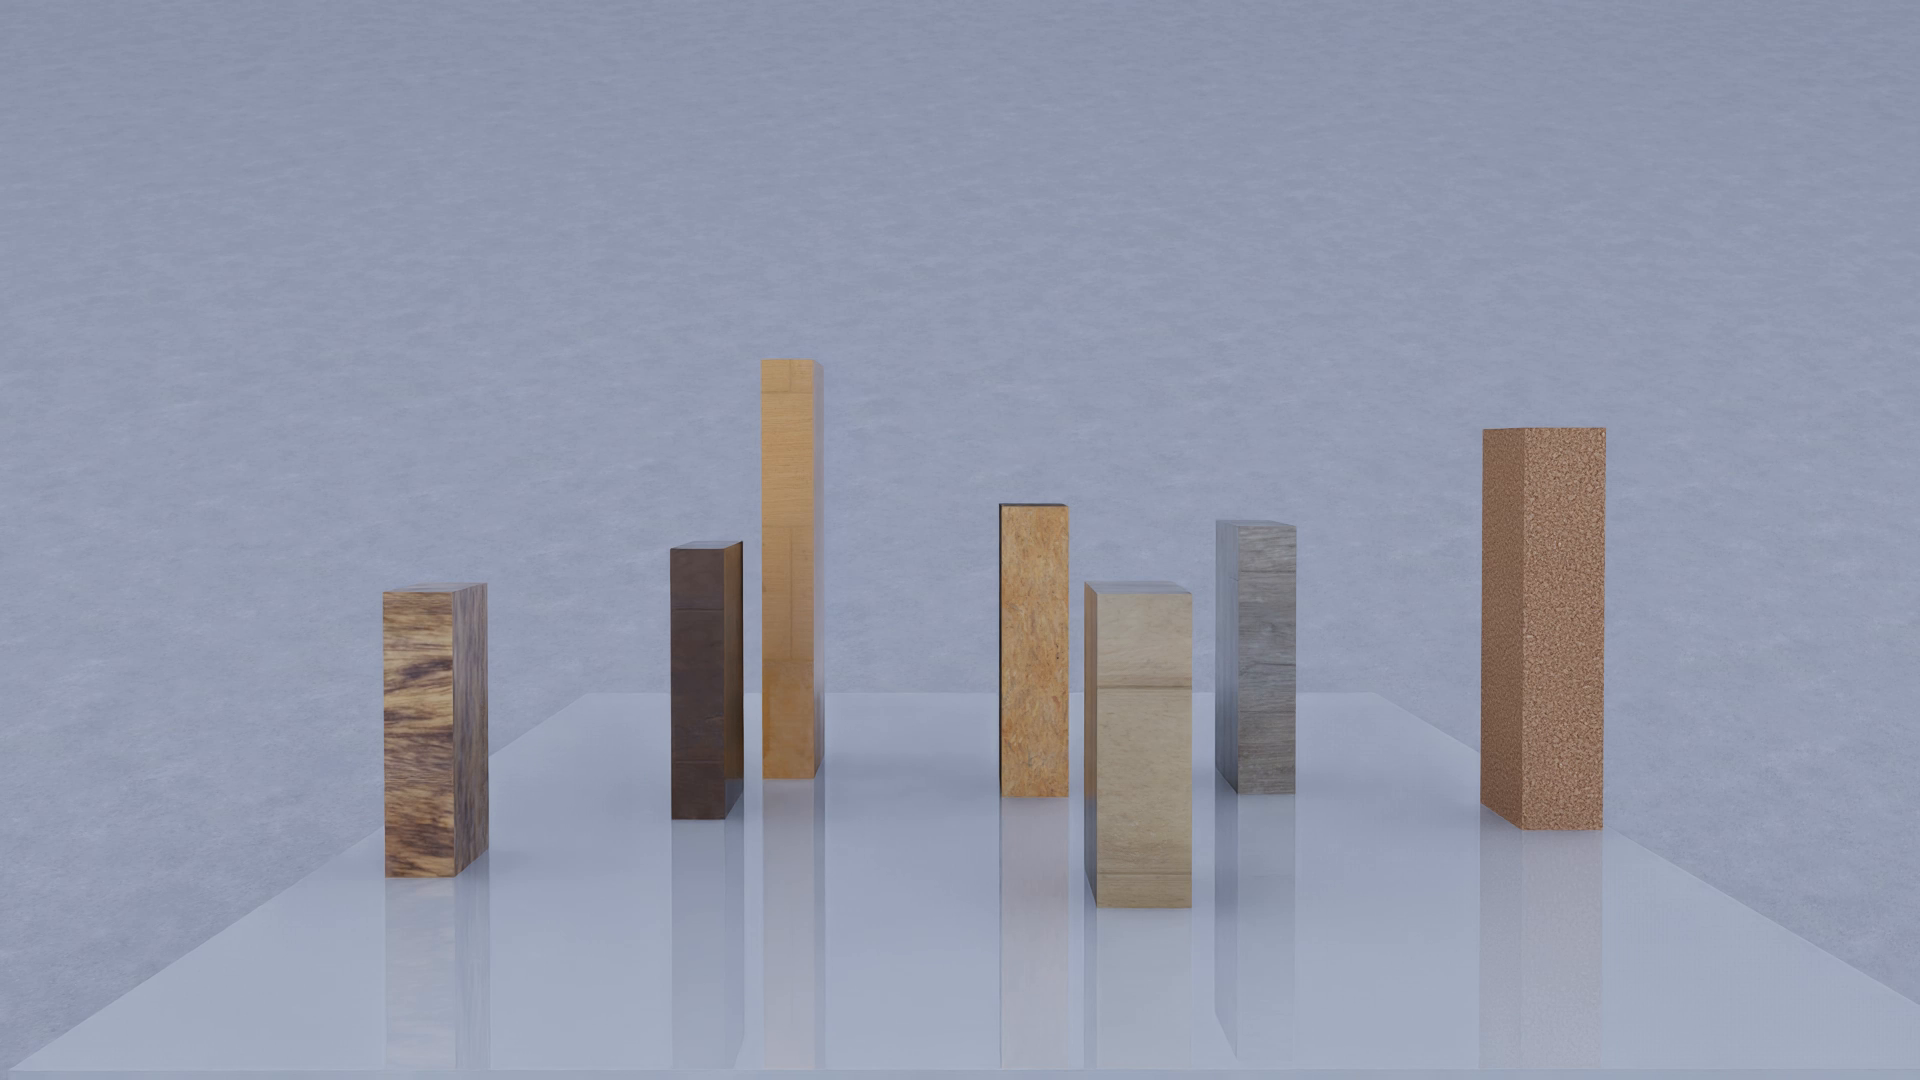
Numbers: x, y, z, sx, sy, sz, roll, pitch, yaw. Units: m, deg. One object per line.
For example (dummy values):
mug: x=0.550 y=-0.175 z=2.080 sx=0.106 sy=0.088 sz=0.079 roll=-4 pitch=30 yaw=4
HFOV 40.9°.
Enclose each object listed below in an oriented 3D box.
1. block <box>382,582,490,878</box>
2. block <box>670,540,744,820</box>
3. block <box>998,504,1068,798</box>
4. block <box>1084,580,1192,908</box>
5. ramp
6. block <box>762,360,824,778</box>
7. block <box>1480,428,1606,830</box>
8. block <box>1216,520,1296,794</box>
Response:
block: x=-0.777 y=0.275 z=3.835 sx=0.099 sy=0.411 sz=0.276 roll=0 pitch=2 yaw=0
block: x=-0.436 y=0.233 z=4.471 sx=0.089 sy=0.451 sz=0.383 roll=0 pitch=2 yaw=0
block: x=0.133 y=0.193 z=4.705 sx=0.118 sy=0.515 sz=0.301 roll=0 pitch=2 yaw=0
block: x=0.247 y=0.277 z=3.619 sx=0.127 sy=0.421 sz=0.348 roll=0 pitch=2 yaw=0
ramp: x=0.056 y=0.506 z=4.550 sx=2.000 sy=0.100 sz=4.000 roll=0 pitch=2 yaw=0
block: x=-0.322 y=0.048 z=5.006 sx=0.096 sy=0.784 sz=0.397 roll=0 pitch=2 yaw=0
block: x=0.972 y=0.138 z=4.313 sx=0.131 sy=0.650 sz=0.331 roll=0 pitch=2 yaw=0
block: x=0.547 y=0.208 z=4.793 sx=0.103 sy=0.479 sz=0.407 roll=0 pitch=2 yaw=0
